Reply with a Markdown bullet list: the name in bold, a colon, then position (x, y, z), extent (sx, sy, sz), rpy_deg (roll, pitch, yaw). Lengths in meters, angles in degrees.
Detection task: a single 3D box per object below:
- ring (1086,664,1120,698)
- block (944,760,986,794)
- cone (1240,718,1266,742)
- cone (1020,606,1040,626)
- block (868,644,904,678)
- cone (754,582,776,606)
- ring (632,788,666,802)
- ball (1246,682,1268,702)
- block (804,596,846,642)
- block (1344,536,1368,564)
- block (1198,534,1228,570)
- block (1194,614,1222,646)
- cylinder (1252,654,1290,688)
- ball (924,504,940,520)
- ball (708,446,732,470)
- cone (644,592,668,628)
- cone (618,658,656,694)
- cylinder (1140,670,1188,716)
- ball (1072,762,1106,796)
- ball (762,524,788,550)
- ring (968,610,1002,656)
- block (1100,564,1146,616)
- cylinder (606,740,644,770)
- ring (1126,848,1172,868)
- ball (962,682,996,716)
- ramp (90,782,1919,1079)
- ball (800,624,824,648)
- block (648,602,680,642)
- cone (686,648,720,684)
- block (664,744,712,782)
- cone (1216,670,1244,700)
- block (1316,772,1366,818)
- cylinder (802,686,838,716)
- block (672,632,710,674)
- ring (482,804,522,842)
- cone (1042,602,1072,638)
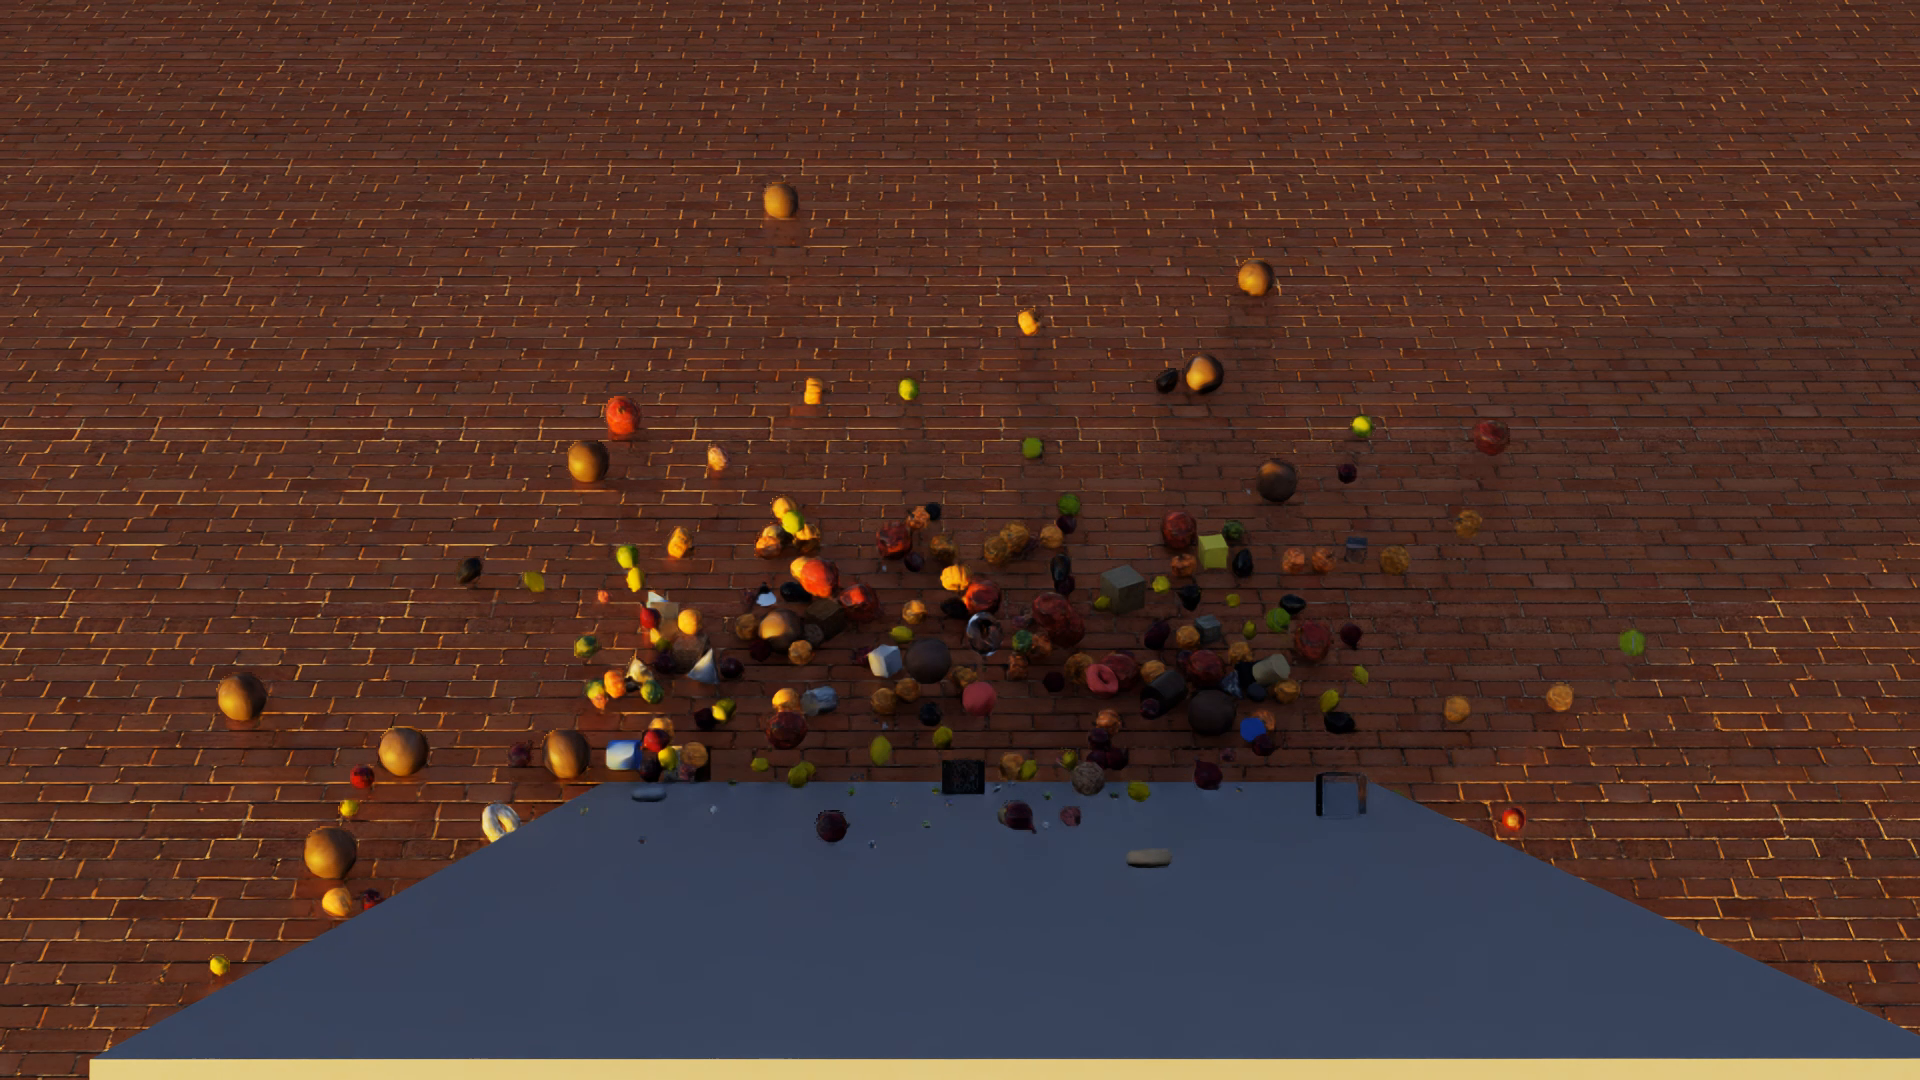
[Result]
- **ring**: position (0.391, 0.387, 7.117), extent (0.110, 0.037, 0.110), rpy_deg (29, 38, -25)
- **block**: position (0.010, 0.583, 6.380), extent (0.080, 0.080, 0.080), rpy_deg (0, -1, -21)
- **cone**: position (0.796, 0.500, 6.990), extent (0.071, 0.071, 0.071), rpy_deg (11, 17, 16)
- **cone**: position (0.198, 0.229, 7.481), extent (0.059, 0.059, 0.059), rpy_deg (5, 46, 8)
- **block**: position (-0.209, 0.339, 7.283), extent (0.064, 0.064, 0.064), rpy_deg (7, 30, 43)
- **cone**: position (-0.571, 0.147, 7.592), extent (0.065, 0.065, 0.065), rpy_deg (0, 33, 0)
- **ring**: position (-0.740, 0.606, 6.168), extent (0.083, 0.028, 0.083), rpy_deg (0, 0, 0)
- **ball**: position (0.823, 0.420, 7.179), extent (0.058, 0.058, 0.058), rpy_deg (0, 33, 0)
- **block**: position (-0.388, 0.226, 7.449), extent (0.080, 0.080, 0.080), rpy_deg (25, 48, 33)
- **block**: position (1.187, 0.032, 7.775), extent (0.057, 0.057, 0.057), rpy_deg (7, 34, 10)
- **block**: position (0.756, 0.035, 7.758), extent (0.071, 0.071, 0.071), rpy_deg (-5, 34, -8)
- **block**: position (0.709, 0.257, 7.430), extent (0.057, 0.057, 0.057), rpy_deg (-14, 36, -20)
- **cylinder**: position (0.857, 0.360, 7.149), extent (0.073, 0.073, 0.073), rpy_deg (-30, 12, 39)
- **ball**: position (-0.085, -0.086, 7.961), extent (0.052, 0.052, 0.052), rpy_deg (0, 33, 0)
- **ball**: position (-0.762, -0.260, 8.207), extent (0.075, 0.075, 0.075), rpy_deg (0, 33, 0)
- **cone**: position (-0.889, 0.218, 7.503), extent (0.096, 0.096, 0.096), rpy_deg (23, 66, 31)
- **cone**: position (-0.913, 0.398, 7.197), extent (0.099, 0.099, 0.099), rpy_deg (29, 56, 37)
- **cylinder**: position (0.562, 0.421, 7.144), extent (0.093, 0.093, 0.093), rpy_deg (26, 44, 34)
- **ball**: position (0.312, 0.580, 6.305), extent (0.083, 0.083, 0.083), rpy_deg (0, 33, 0)
- **ball**: position (-0.559, -0.006, 7.814), extent (0.079, 0.079, 0.079), rpy_deg (0, 33, 0)
- **ring**: position (0.071, 0.265, 7.367), extent (0.043, 0.130, 0.130), rpy_deg (-13, 20, 41)
- **block**: position (0.475, 0.146, 7.567), extent (0.094, 0.094, 0.094), rpy_deg (-18, 37, -25)
- **cylinder**: position (-0.894, 0.573, 6.917), extent (0.077, 0.077, 0.077), rpy_deg (0, 32, 13)
- **ring**: position (0.342, 0.577, 4.698), extent (0.084, 0.028, 0.084), rpy_deg (-1, -1, 0)
- **ball**: position (0.053, 0.431, 7.041), extent (0.095, 0.095, 0.095), rpy_deg (0, 33, 0)
- **ramp**: position (0.073, 0.641, 4.758), extent (2.000, 0.100, 4.000), rpy_deg (0, -1, 0)
- **ball**: position (-0.421, 0.272, 7.398), extent (0.068, 0.068, 0.068), rpy_deg (0, 33, 0)
- **block**: position (-0.847, 0.236, 7.440), extent (0.082, 0.082, 0.082), rpy_deg (-1, 33, -2)
- **cone**: position (-0.702, 0.342, 7.230), extent (0.097, 0.097, 0.097), rpy_deg (16, 6, -2)
- **block**: position (-0.716, 0.587, 6.814), extent (0.091, 0.091, 0.091), rpy_deg (-1, -2, 24)
- **cone**: position (0.766, 0.417, 7.206), extent (0.079, 0.079, 0.079), rpy_deg (-26, 68, -34)
- **block**: position (0.844, 0.564, 5.741), extent (0.092, 0.092, 0.092), rpy_deg (0, -1, 21)
- **cylinder**: position (-0.385, 0.441, 7.108), extent (0.072, 0.072, 0.072), rpy_deg (22, 13, 30)
- **block**: position (-0.756, 0.320, 7.308), extent (0.085, 0.085, 0.085), rpy_deg (5, 33, 7)
- **ring**: position (-1.156, 0.722, 6.556), extent (0.042, 0.125, 0.125), rpy_deg (-34, 22, 27)
- **cone**: position (0.289, 0.243, 7.467), extent (0.093, 0.093, 0.093), rpy_deg (-8, 61, -11)
